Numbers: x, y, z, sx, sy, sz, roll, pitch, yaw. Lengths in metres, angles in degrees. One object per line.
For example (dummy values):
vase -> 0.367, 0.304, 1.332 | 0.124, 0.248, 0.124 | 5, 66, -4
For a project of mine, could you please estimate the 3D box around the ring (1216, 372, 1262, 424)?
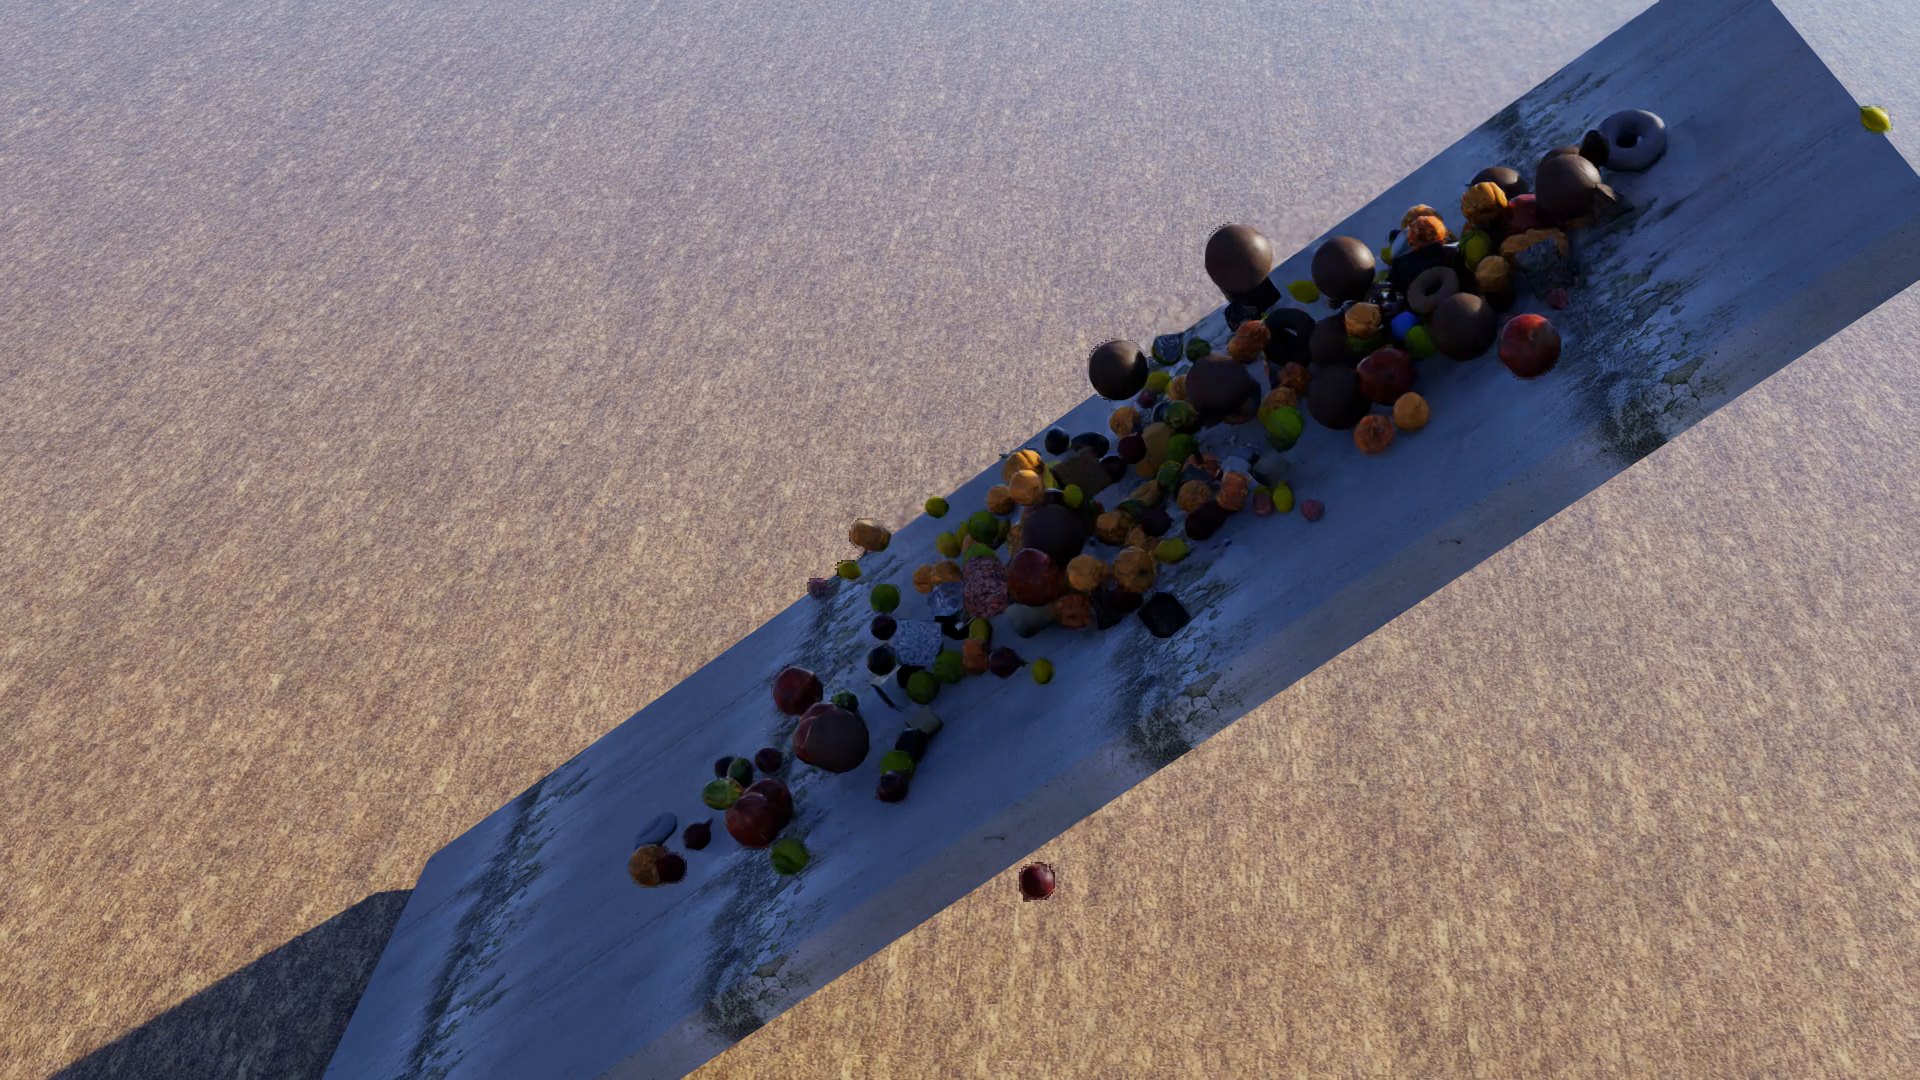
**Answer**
ring -> 0.590, -0.299, 6.214 | 0.112, 0.112, 0.037 | -15, 20, -31

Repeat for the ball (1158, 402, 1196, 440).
ball -> 0.473, -0.259, 6.411 | 0.086, 0.086, 0.086 | 0, 23, 0

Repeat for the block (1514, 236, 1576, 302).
block -> 1.116, -0.516, 5.611 | 0.079, 0.079, 0.079 | -26, 23, 12

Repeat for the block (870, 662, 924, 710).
block -> -0.134, 0.310, 6.244 | 0.071, 0.071, 0.071 | -43, 16, -12

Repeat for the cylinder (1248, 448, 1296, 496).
cylinder -> 0.610, -0.135, 5.749 | 0.068, 0.068, 0.068 | 44, 33, 3

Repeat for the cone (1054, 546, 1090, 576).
cone -> 0.220, 0.042, 6.168 | 0.077, 0.077, 0.077 | -36, 16, 12

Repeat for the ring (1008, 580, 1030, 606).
ring -> 0.100, 0.109, 5.922 | 0.086, 0.086, 0.029 | -14, 71, -29

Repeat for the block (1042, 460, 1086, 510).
block -> 0.228, -0.121, 6.397 | 0.077, 0.077, 0.077 | -4, 30, -12

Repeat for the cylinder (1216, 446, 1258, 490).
cylinder -> 0.554, -0.139, 5.864 | 0.070, 0.070, 0.070 | 8, 59, -13

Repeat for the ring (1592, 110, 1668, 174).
ring -> 1.340, -0.798, 5.883 | 0.150, 0.050, 0.150 | -11, 53, 16

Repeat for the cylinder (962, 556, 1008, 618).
cylinder -> 0.048, 0.092, 5.645 | 0.085, 0.085, 0.085 | 0, 49, 1

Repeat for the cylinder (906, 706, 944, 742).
cylinder -> -0.071, 0.372, 5.956 | 0.055, 0.055, 0.055 | -42, 35, -8

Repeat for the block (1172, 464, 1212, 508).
block -> 0.475, -0.111, 6.016 | 0.052, 0.052, 0.052 | 30, 52, 11

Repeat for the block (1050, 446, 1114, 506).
block -> 0.252, -0.132, 6.110 | 0.090, 0.090, 0.090 | -33, 5, -3

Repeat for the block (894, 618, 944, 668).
block -> -0.085, 0.217, 6.209 | 0.093, 0.093, 0.093 | 5, 1, 3

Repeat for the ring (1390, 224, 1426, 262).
ring -> 0.924, -0.607, 6.061 | 0.094, 0.094, 0.031 | -21, 47, -40

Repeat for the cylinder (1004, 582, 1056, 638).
cylinder -> 0.151, 0.143, 6.028 | 0.086, 0.086, 0.086 | -32, 11, 24

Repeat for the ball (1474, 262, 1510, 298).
ball -> 1.052, -0.514, 5.825 | 0.070, 0.070, 0.070 | 0, 23, 0

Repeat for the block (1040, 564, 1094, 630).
block -> 0.217, 0.115, 5.965 | 0.080, 0.080, 0.080 | -35, 16, 15

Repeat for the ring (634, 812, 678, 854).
ring -> -0.682, 0.657, 6.593 | 0.115, 0.038, 0.115 | -37, 14, 11

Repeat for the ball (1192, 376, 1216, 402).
ball -> 0.495, -0.308, 5.972 | 0.053, 0.053, 0.053 | 0, 23, 0

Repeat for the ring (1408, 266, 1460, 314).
ring -> 0.923, -0.486, 5.731 | 0.111, 0.037, 0.111 | -23, 42, 23

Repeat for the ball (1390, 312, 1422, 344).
ball -> 0.876, -0.417, 5.778 | 0.062, 0.062, 0.062 | 0, 23, 0

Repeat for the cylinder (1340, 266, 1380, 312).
cylinder -> 0.867, -0.539, 6.313 | 0.073, 0.073, 0.073 | -36, 19, 13

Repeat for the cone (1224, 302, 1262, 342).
cone -> 0.602, -0.453, 6.320 | 0.083, 0.083, 0.083 | 5, 51, 12

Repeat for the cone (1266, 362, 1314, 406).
cone -> 0.702, -0.338, 6.190 | 0.093, 0.093, 0.093 | -12, 21, 9

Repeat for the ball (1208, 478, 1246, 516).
ball -> 0.528, -0.085, 5.823 | 0.074, 0.074, 0.074 | 0, 23, 0

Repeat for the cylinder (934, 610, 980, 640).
cylinder -> 0.002, 0.157, 6.323 | 0.083, 0.083, 0.083 | 12, 43, 27

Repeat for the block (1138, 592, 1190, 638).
block -> 0.384, 0.142, 5.546 | 0.060, 0.060, 0.060 | -44, 16, -16

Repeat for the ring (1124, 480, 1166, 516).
ring -> 0.391, -0.088, 6.221 | 0.101, 0.034, 0.101 | -35, 16, 12

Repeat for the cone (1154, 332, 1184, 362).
cone -> 0.430, -0.400, 5.894 | 0.061, 0.061, 0.061 | 21, 49, -26

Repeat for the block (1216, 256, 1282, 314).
block -> 0.667, -0.580, 6.802 | 0.093, 0.093, 0.093 | -40, 32, 0

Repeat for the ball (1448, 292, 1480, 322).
ball -> 0.998, -0.460, 5.818 | 0.060, 0.060, 0.060 | 0, 23, 0

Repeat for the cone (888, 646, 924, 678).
cone -> -0.132, 0.259, 6.358 | 0.083, 0.083, 0.083 | -36, 16, 12

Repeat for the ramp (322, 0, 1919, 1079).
ramp -> 0.127, 0.180, 6.326 | 4.000, 0.100, 2.000 | -35, 16, 17

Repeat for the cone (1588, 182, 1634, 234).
cone -> 1.241, -0.629, 5.690 | 0.092, 0.092, 0.092 | 27, 23, -12

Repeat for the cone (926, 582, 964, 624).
cone -> -0.012, 0.149, 6.104 | 0.090, 0.090, 0.090 | -13, 49, 15

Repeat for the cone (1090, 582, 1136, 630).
cone -> 0.283, 0.114, 5.798 | 0.090, 0.090, 0.090 | -36, 16, 12

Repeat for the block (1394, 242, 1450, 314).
block -> 0.924, -0.517, 5.830 | 0.097, 0.097, 0.097 | -22, -15, 6

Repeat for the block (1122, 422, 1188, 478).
block -> 0.419, -0.194, 6.317 | 0.087, 0.087, 0.087 | -31, 13, -16

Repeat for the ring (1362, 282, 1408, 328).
ring -> 0.846, -0.467, 5.851 | 0.093, 0.093, 0.031 | -4, 3, -9

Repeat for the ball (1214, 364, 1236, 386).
ball -> 0.587, -0.362, 6.501 | 0.052, 0.052, 0.052 | 0, 23, 0
